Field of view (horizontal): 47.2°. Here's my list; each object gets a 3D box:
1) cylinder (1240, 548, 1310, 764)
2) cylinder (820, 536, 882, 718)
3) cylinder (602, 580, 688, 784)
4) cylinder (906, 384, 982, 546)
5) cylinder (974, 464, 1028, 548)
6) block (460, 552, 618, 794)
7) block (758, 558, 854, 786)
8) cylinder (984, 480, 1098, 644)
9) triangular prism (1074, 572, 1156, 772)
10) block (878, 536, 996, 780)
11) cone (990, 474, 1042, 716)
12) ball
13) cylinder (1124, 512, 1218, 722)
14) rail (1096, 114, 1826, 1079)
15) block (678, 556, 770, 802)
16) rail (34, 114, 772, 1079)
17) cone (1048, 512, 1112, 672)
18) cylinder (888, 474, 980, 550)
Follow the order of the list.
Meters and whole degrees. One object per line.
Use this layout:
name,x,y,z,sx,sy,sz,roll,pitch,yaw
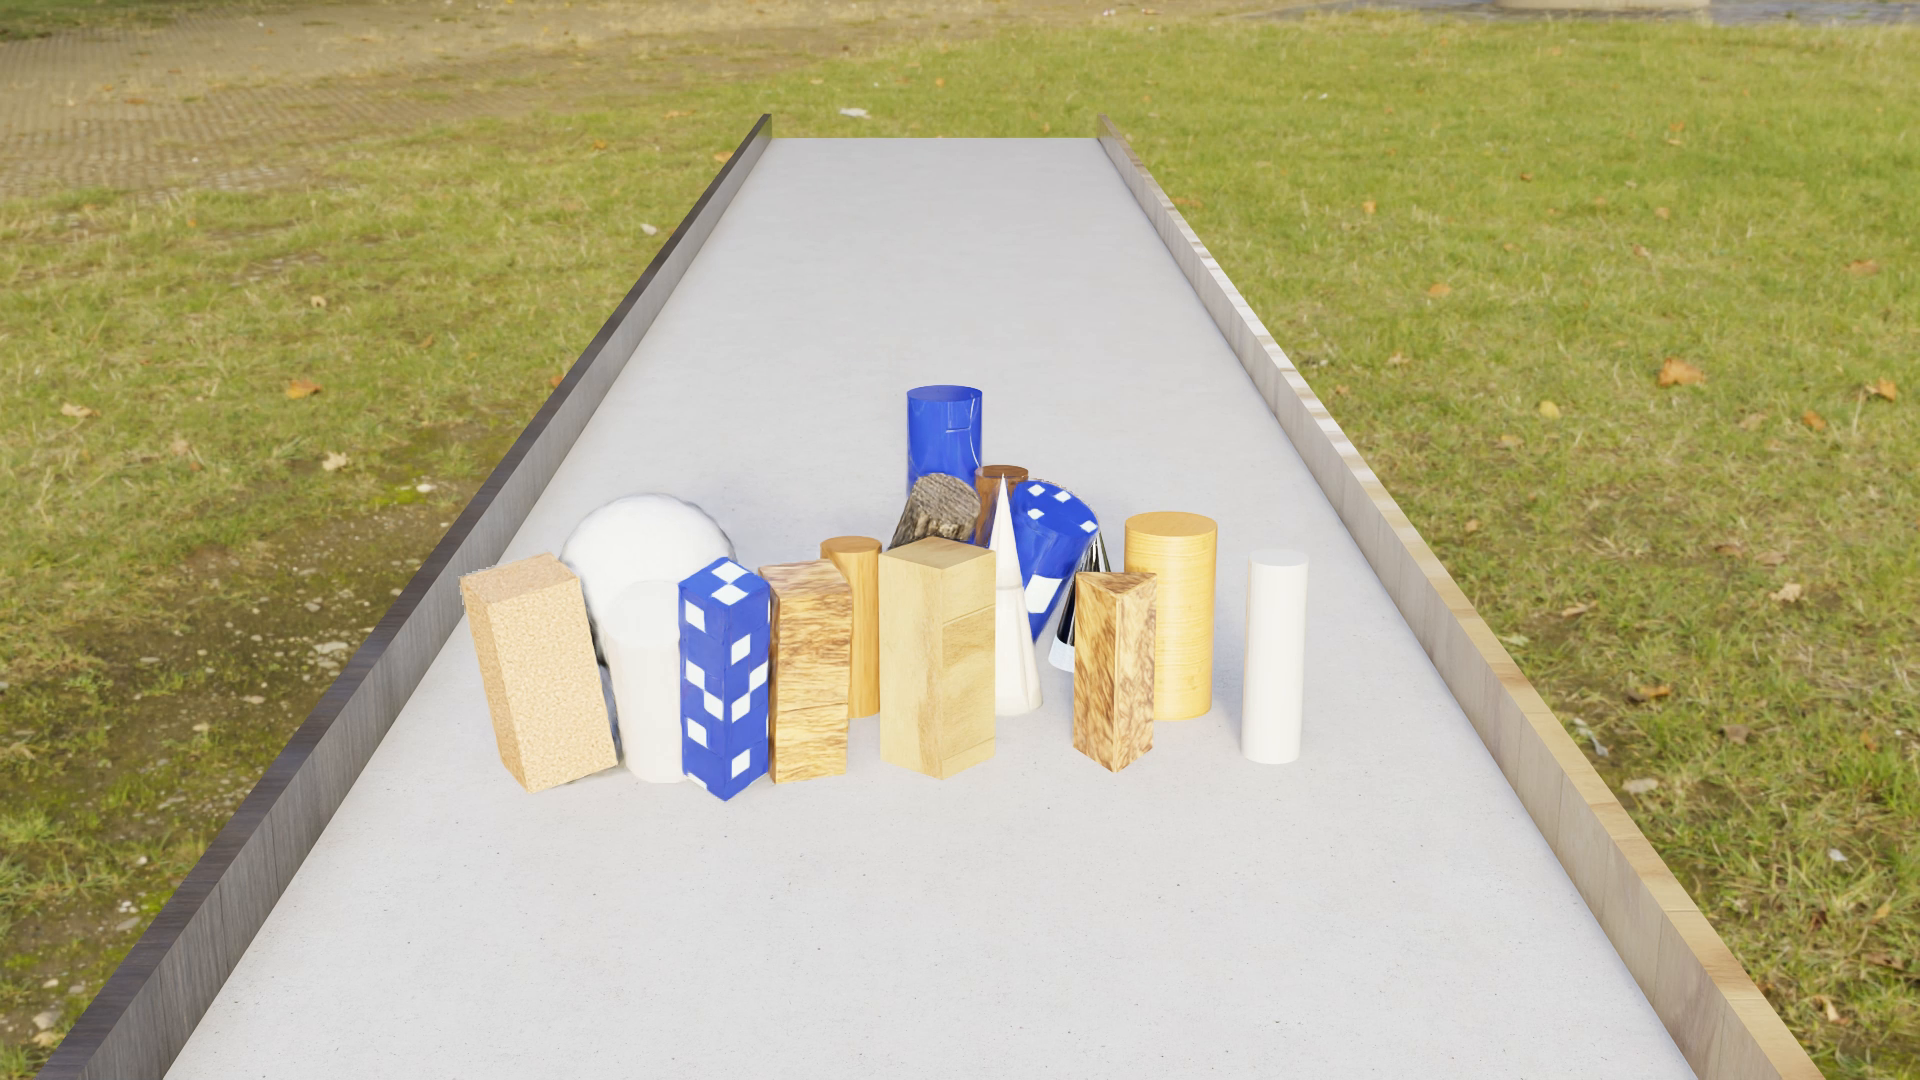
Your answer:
cylinder,0.557,0.206,3.892,0.106,0.366,0.106,0,17,0
cylinder,-0.202,0.163,4.115,0.113,0.322,0.113,0,16,0
cylinder,-0.512,0.245,3.761,0.164,0.326,0.164,0,41,0
cylinder,-0.034,-0.119,4.885,0.168,0.423,0.168,0,17,0
cylinder,0.087,0.010,4.633,0.113,0.319,0.113,0,17,0
block,-0.727,0.228,3.797,0.162,0.355,0.162,-18,23,-24
block,-0.272,0.228,3.800,0.127,0.361,0.127,-6,27,-21
cylinder,0.114,0.078,4.273,0.176,0.352,0.176,20,29,-12
triangular prism,0.257,0.224,3.895,0.121,0.329,0.140,10,19,30
block,-0.039,0.205,3.865,0.145,0.383,0.145,13,21,38
cone,0.080,0.092,4.127,0.157,0.450,0.157,0,17,0
ball,-0.560,0.081,3.948,0.332,0.332,0.332,0,17,0
cylinder,0.391,0.141,4.124,0.171,0.358,0.171,0,17,0
rail,0.932,-0.844,7.801,0.050,0.150,12.000,0,17,-1
block,-0.393,0.235,3.665,0.104,0.414,0.104,29,43,29
rail,-1.118,-0.838,7.780,0.050,0.150,12.000,0,17,-1
cone,0.265,0.090,4.376,0.174,0.313,0.174,0,17,0
cylinder,-0.083,0.058,4.309,0.137,0.402,0.137,12,44,-12
